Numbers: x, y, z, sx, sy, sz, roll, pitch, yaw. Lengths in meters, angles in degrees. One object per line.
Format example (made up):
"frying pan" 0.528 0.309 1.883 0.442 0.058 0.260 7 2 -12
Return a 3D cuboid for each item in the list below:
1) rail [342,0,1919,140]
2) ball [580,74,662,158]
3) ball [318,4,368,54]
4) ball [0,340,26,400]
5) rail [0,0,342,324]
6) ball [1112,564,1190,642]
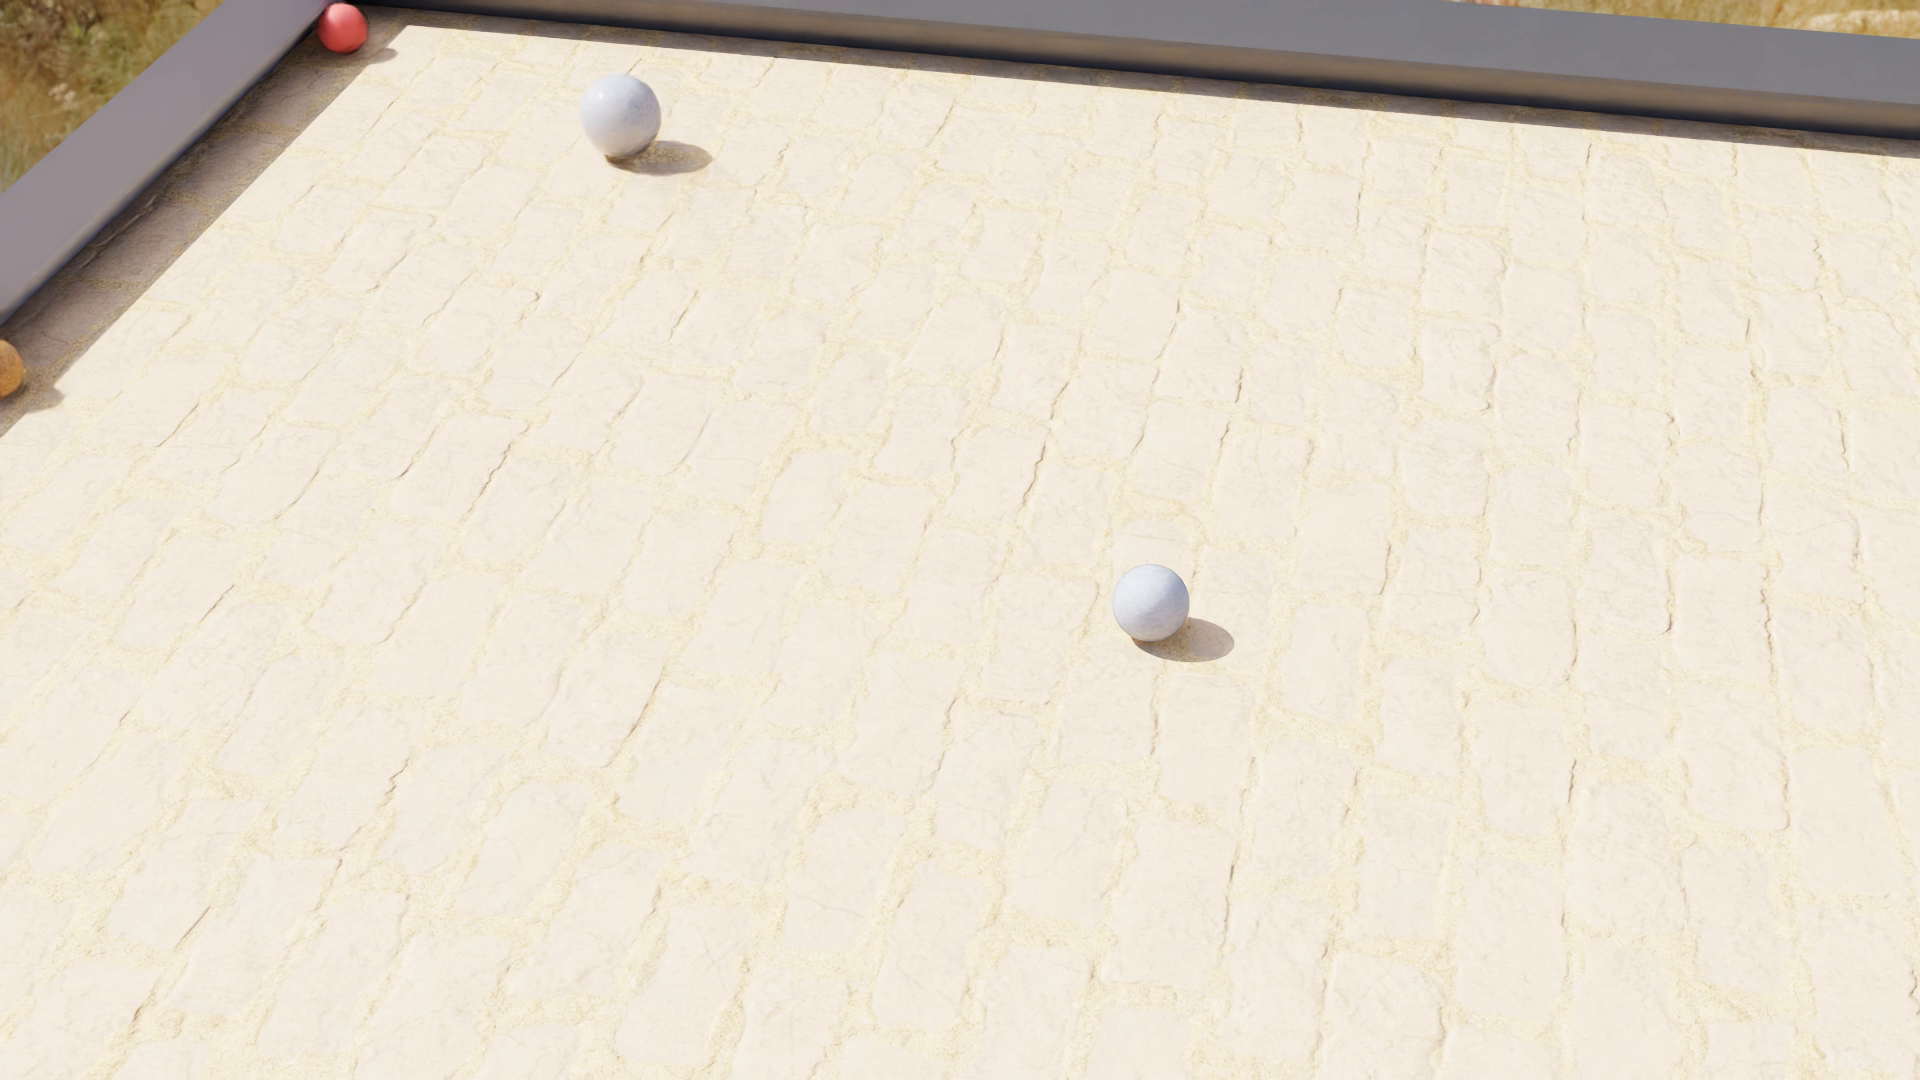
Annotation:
"rail" 1.089 -0.421 2.520 3.662 0.106 0.045 7 35 10
"ball" -0.336 -0.420 2.542 0.082 0.082 0.082 0 34 0
"ball" -0.663 -0.549 2.757 0.053 0.053 0.053 0 34 0
"ball" -0.817 -0.144 2.164 0.053 0.053 0.053 0 34 0
"rail" -0.872 -0.123 2.083 0.045 0.106 1.902 7 35 10
"ball" 0.140 0.046 1.881 0.057 0.057 0.057 0 34 0
